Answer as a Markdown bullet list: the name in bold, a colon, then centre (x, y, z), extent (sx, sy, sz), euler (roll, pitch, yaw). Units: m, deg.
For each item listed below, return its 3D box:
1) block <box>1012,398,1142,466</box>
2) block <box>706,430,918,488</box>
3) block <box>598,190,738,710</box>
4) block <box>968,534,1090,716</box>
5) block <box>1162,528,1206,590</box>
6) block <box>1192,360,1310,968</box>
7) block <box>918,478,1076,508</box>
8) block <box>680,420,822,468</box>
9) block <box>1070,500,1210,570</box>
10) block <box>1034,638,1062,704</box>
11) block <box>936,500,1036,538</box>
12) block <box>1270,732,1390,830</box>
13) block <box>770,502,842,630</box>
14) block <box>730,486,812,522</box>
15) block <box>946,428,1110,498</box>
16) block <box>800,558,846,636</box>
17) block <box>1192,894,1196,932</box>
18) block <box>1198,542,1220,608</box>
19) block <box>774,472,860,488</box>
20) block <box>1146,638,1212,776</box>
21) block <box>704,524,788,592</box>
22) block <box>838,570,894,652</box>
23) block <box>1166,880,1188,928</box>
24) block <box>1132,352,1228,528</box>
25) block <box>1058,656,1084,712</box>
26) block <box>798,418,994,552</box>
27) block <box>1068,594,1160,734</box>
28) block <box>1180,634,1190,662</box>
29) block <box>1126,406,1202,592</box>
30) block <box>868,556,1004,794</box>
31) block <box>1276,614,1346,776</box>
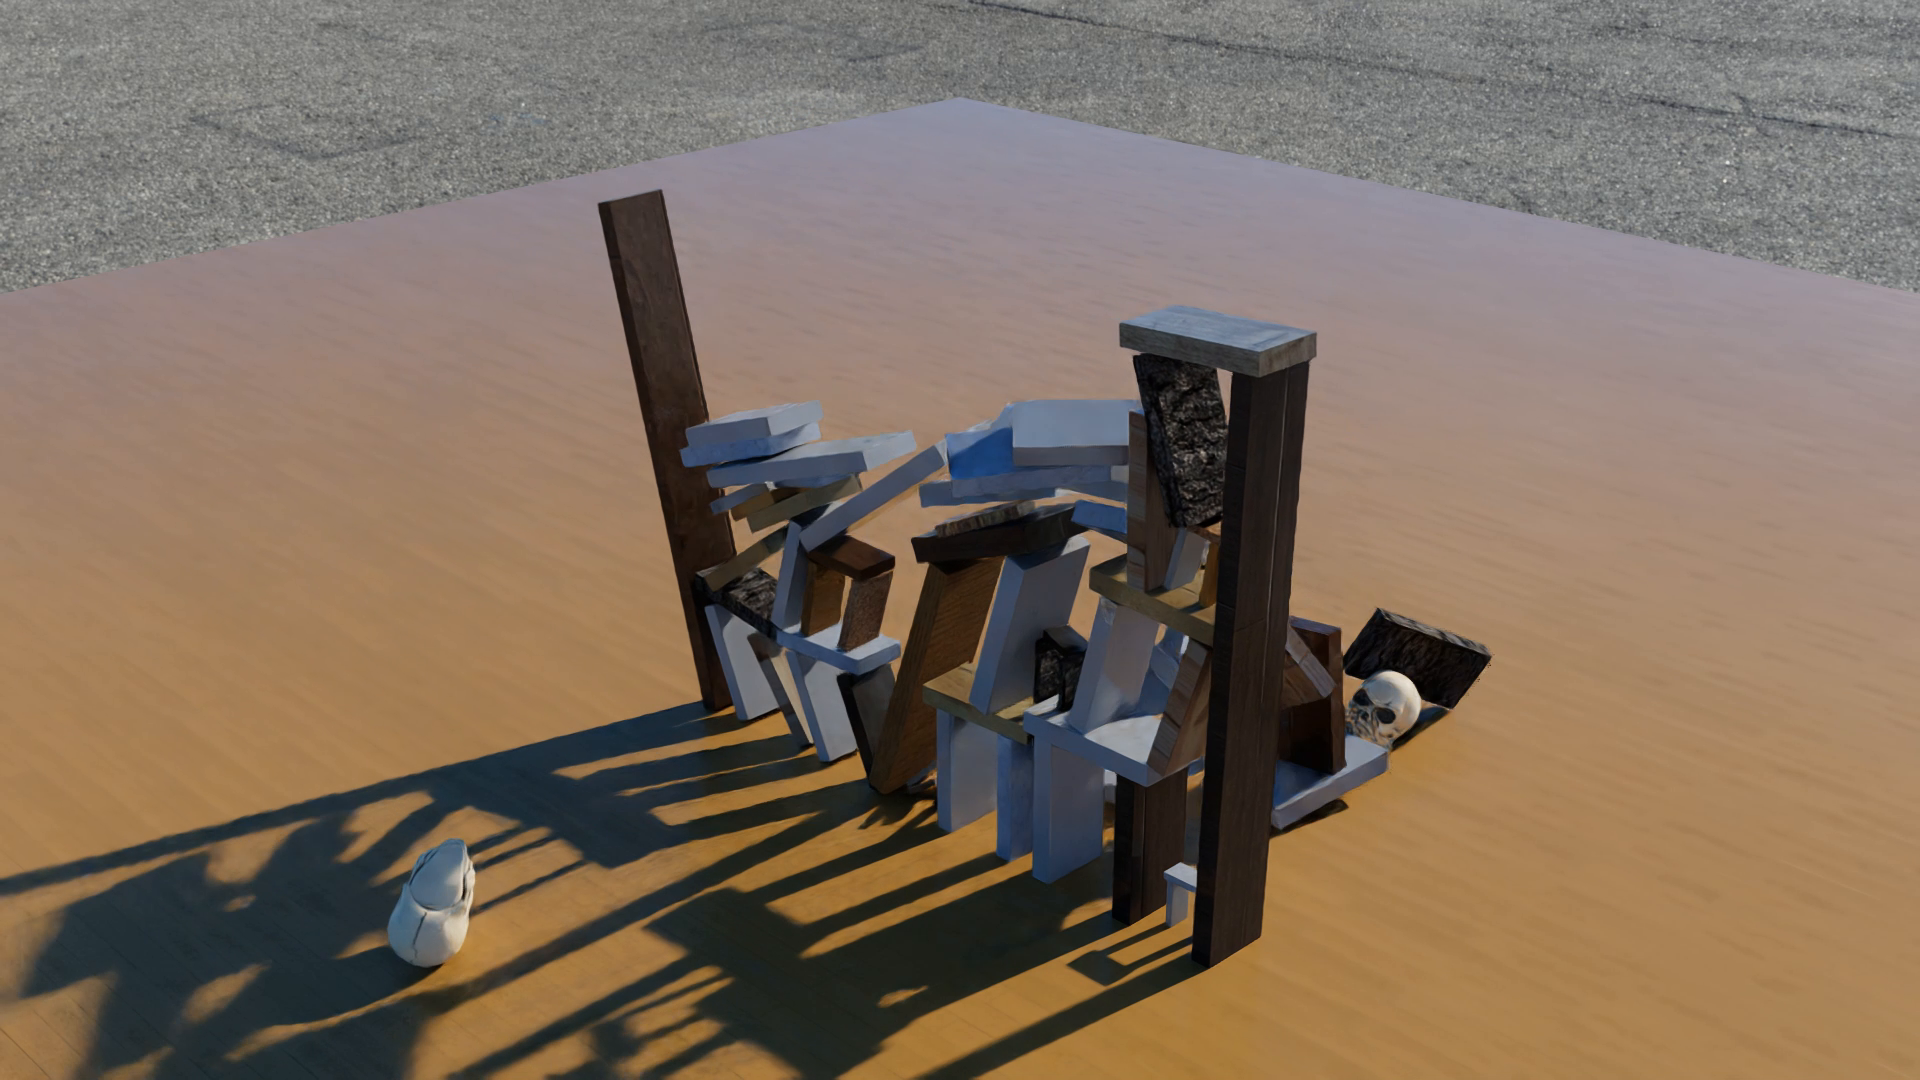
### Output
- **block**: centre (0.237, -0.192, 3.901), extent (0.288, 0.041, 0.144), euler (-1, 38, 2)
- **block**: centre (-0.307, -0.161, 4.449), extent (0.494, 0.040, 0.140), euler (-4, 16, 46)
- **block**: centre (-0.600, -0.186, 4.781), extent (0.041, 1.130, 0.144), euler (3, 19, 45)
- **block**: centre (0.129, 0.157, 4.148), extent (0.175, 0.350, 0.050), euler (-21, 48, -39)
- **block**: centre (0.394, 0.024, 3.812), extent (0.064, 0.128, 0.018), euler (-20, 46, -39)
- **block**: centre (0.494, 0.230, 3.780), extent (0.148, 1.123, 0.042), euler (-21, 32, -40)
- **block**: centre (0.092, -0.101, 4.143), extent (0.307, 0.043, 0.153), euler (-3, 6, 36)
- **block**: centre (-0.442, -0.203, 4.626), extent (0.287, 0.041, 0.144), euler (-6, 13, 45)
- **block**: centre (0.357, -0.003, 4.017), extent (0.298, 0.042, 0.149), euler (21, -5, -43)
- **block**: centre (0.166, 0.254, 4.182), extent (0.055, 0.152, 0.016), euler (-20, 31, -38)
- **block**: centre (0.048, -0.042, 4.112), extent (0.171, 0.024, 0.085), euler (-14, 7, 25)
- **block**: centre (0.713, 0.485, 4.495), extent (0.307, 0.043, 0.153), euler (-23, 26, -29)
- **block**: centre (-0.315, 0.054, 4.600), extent (0.133, 0.265, 0.038), euler (-22, 48, -41)
- **block**: centre (-0.395, -0.086, 4.641), extent (0.104, 0.030, 0.209), euler (-22, 2, -31)
- **block**: centre (0.120, -0.148, 3.925), extent (0.280, 0.040, 0.140), euler (-6, 38, -2)
- **block**: centre (-0.283, 0.106, 4.574), extent (0.026, 0.181, 0.090), euler (33, 40, 32)
- **block**: centre (0.448, 0.682, 4.030), extent (0.014, 0.096, 0.048), euler (21, 31, 41)
- **block**: centre (0.445, 0.050, 3.762), extent (0.018, 0.128, 0.064), euler (31, 37, 35)
- **block**: centre (-0.293, -0.139, 4.501), extent (0.104, 0.030, 0.209), euler (-21, 12, -29)
- **block**: centre (0.428, 0.273, 3.879), extent (0.146, 0.292, 0.041), euler (-21, 48, -41)
- **block**: centre (-0.424, 0.028, 4.654), extent (0.133, 0.038, 0.266), euler (-32, 2, -38)
- **block**: centre (-0.193, 0.139, 4.489), extent (0.090, 0.181, 0.026), euler (-23, 51, -39)
- **block**: centre (0.403, 0.665, 4.071), extent (0.014, 0.096, 0.048), euler (21, 31, 41)
- **block**: centre (0.387, -0.182, 3.715), extent (0.148, 0.296, 0.042), euler (-20, 11, -39)
- **block**: centre (0.209, 0.263, 4.109), extent (0.055, 0.110, 0.016), euler (-21, 33, -41)
- **block**: centre (-0.125, -0.102, 4.306), extent (0.153, 0.043, 0.525), euler (-27, -2, -39)
- **block**: centre (0.290, 0.206, 4.009), extent (0.146, 0.292, 0.041), euler (-21, 45, -40)
- **block**: centre (0.619, 0.201, 5.234), extent (0.144, 0.041, 0.443), euler (5, 23, 11)
- **block**: centre (0.357, -0.083, 3.805), extent (0.149, 0.323, 0.042), euler (-20, 29, -39)
- **block**: centre (-0.049, 0.257, 4.401), extent (0.050, 0.551, 0.175), euler (35, 36, 28)
- **block**: centre (0.701, 0.311, 4.454), extent (0.153, 0.307, 0.043), euler (14, 28, 43)
